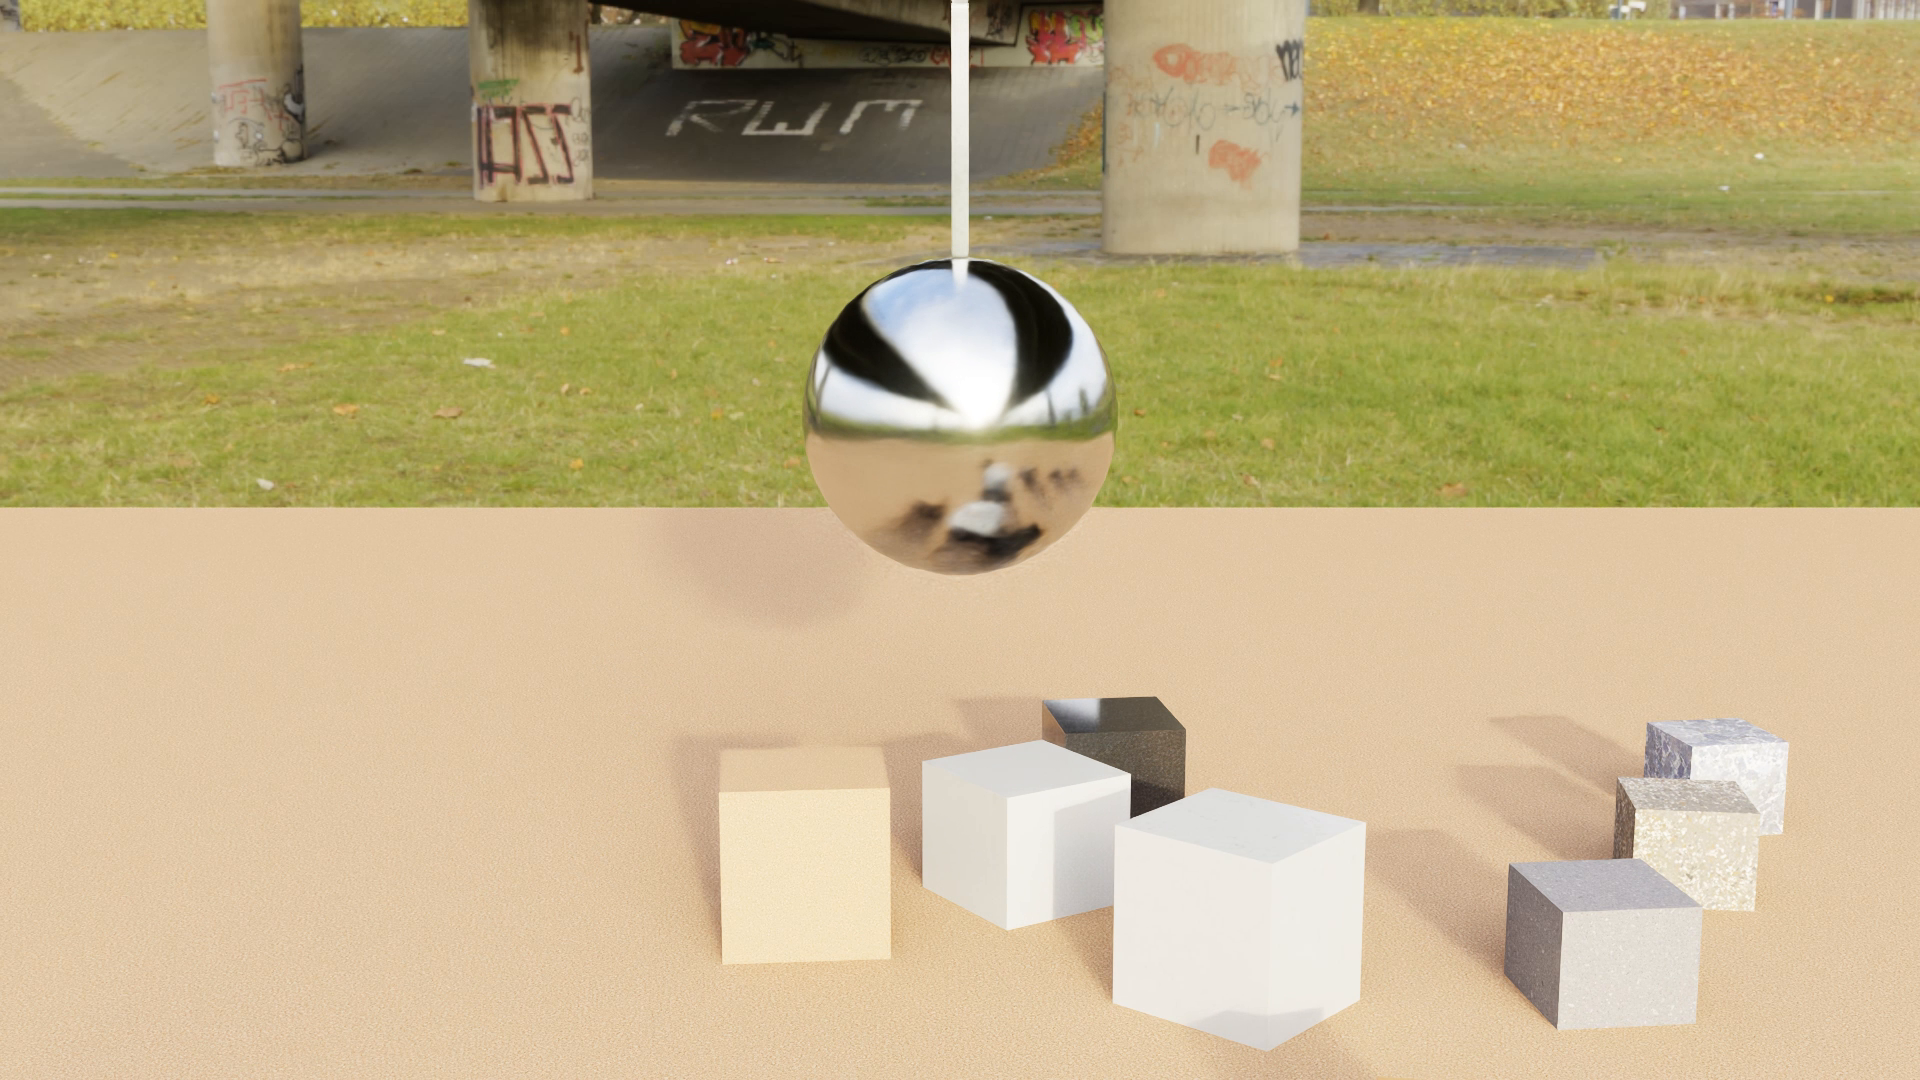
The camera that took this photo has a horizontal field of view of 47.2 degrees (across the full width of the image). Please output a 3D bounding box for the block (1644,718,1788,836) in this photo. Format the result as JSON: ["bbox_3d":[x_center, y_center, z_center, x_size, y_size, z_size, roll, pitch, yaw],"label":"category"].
[{"bbox_3d":[3.914,1.233,11.422,0.527,0.488,0.490,-2,10,-10],"label":"block"}]

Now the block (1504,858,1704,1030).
[{"bbox_3d":[2.641,1.657,9.076,0.577,0.493,0.609,-1,10,-6],"label":"block"}]

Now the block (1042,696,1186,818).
[{"bbox_3d":[0.782,1.190,11.347,0.614,0.599,0.672,-1,10,-8],"label":"block"}]

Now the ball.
[{"bbox_3d":[0.000,-0.623,11.097,1.600,1.600,1.600,0,10,0],"label":"ball"}]

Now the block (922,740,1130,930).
[{"bbox_3d":[0.305,1.366,10.321,0.692,0.619,0.706,-7,12,-33],"label":"block"}]

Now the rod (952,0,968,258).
[{"bbox_3d":[0.000,-3.965,10.472,0.080,5.200,0.080,0,11,0],"label":"rod"}]

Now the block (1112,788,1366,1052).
[{"bbox_3d":[1.142,1.530,9.015,0.754,0.765,0.695,9,14,40],"label":"block"}]

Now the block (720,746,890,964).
[{"bbox_3d":[-0.692,1.388,9.777,0.728,0.770,0.657,-1,10,-5],"label":"block"}]

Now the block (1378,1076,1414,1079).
[{"bbox_3d":[1.560,2.040,6.953,0.474,0.498,0.452,2,10,8],"label":"block"}]

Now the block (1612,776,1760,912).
[{"bbox_3d":[3.424,1.430,10.398,0.554,0.466,0.531,1,10,7],"label":"block"}]
